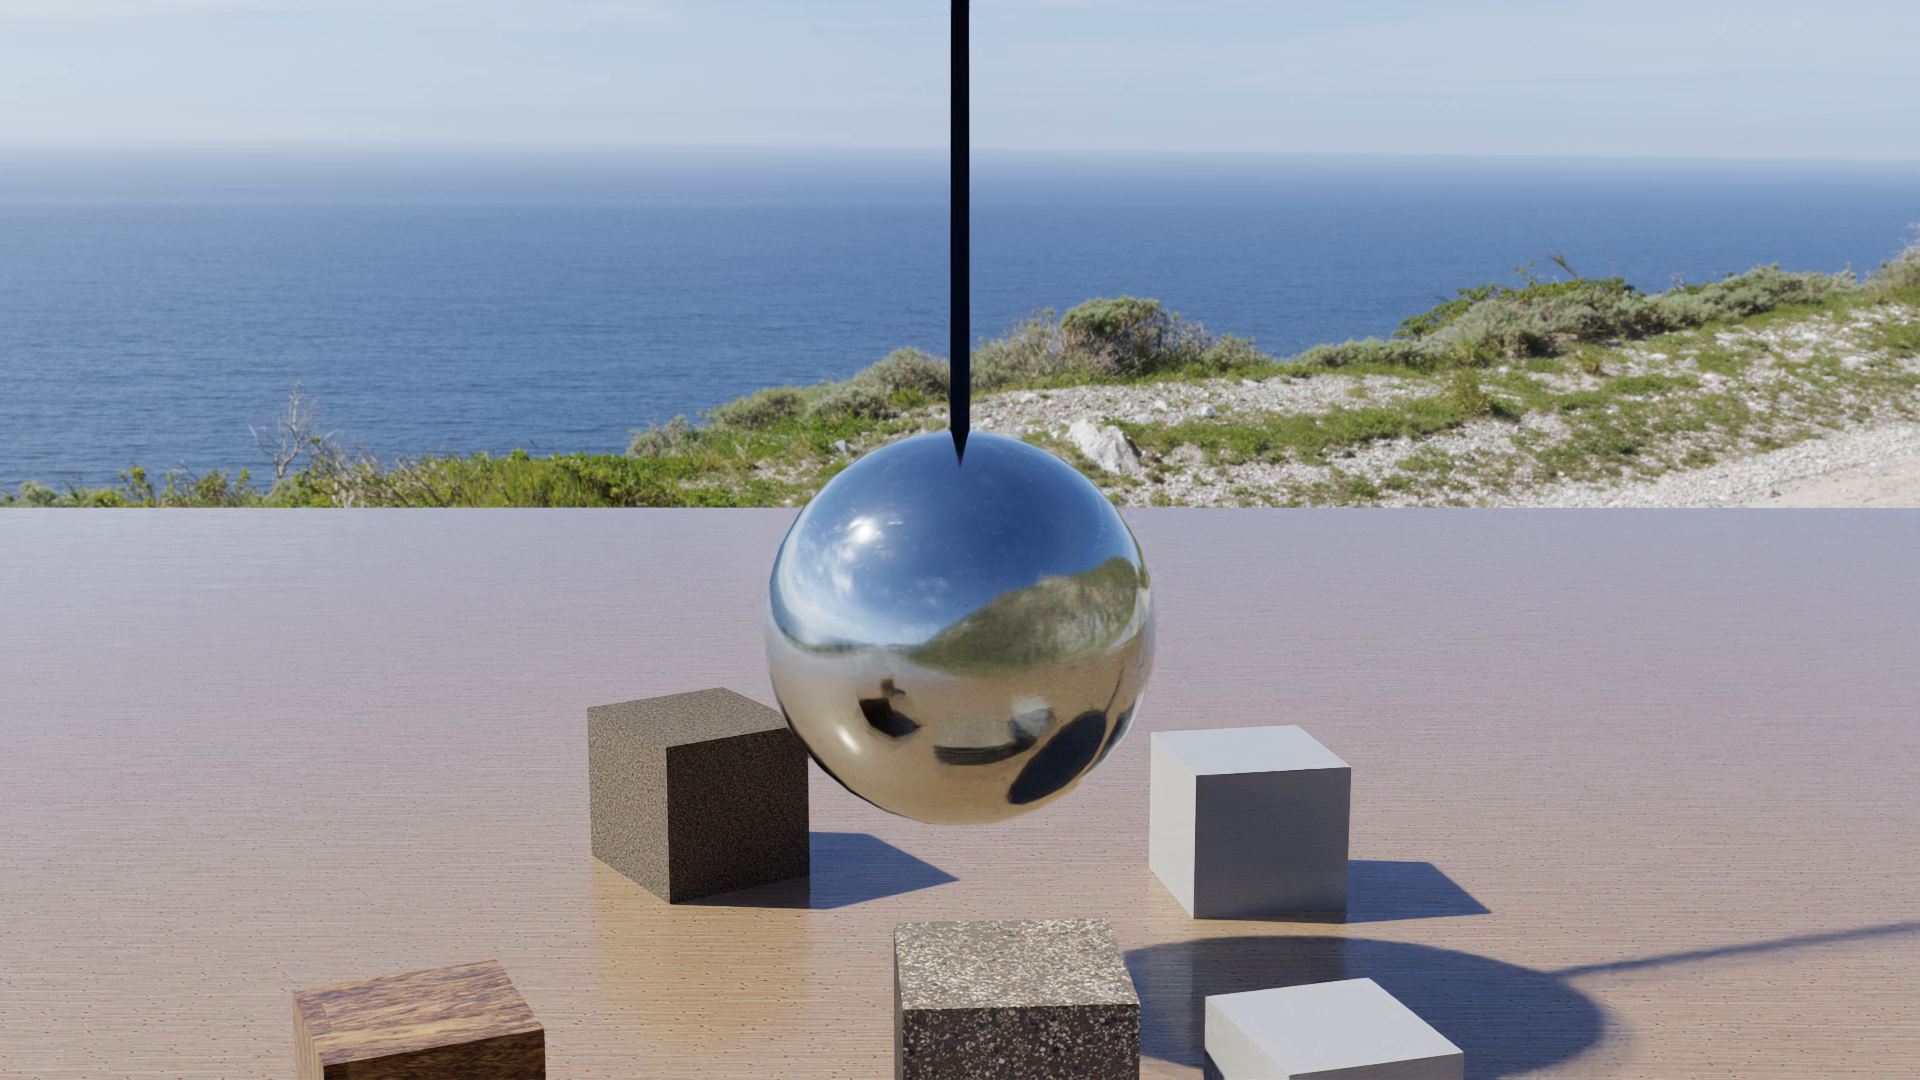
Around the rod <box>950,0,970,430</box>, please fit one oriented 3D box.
[{"bbox_3d":[0.000,-2.971,9.635,0.080,5.200,0.080,0,-12,0],"label":"rod"}]

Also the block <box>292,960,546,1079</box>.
[{"bbox_3d":[-1.829,1.885,7.438,0.706,0.629,0.686,-5,11,-24],"label":"block"}]

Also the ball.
[{"bbox_3d":[0.000,0.354,8.925,1.600,1.600,1.600,0,10,0],"label":"ball"}]

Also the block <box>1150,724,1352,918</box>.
[{"bbox_3d":[1.357,1.319,10.411,0.737,0.680,0.746,-2,10,-11],"label":"block"}]

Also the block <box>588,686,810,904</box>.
[{"bbox_3d":[-1.280,1.223,10.727,0.749,0.756,0.869,-7,12,-33],"label":"block"}]

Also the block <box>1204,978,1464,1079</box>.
[{"bbox_3d":[1.237,1.909,7.389,0.617,0.601,0.675,-3,11,-16],"label":"block"}]

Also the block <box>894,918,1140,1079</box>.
[{"bbox_3d":[0.177,1.805,7.698,0.785,0.695,0.815,-1,10,-4],"label":"block"}]
